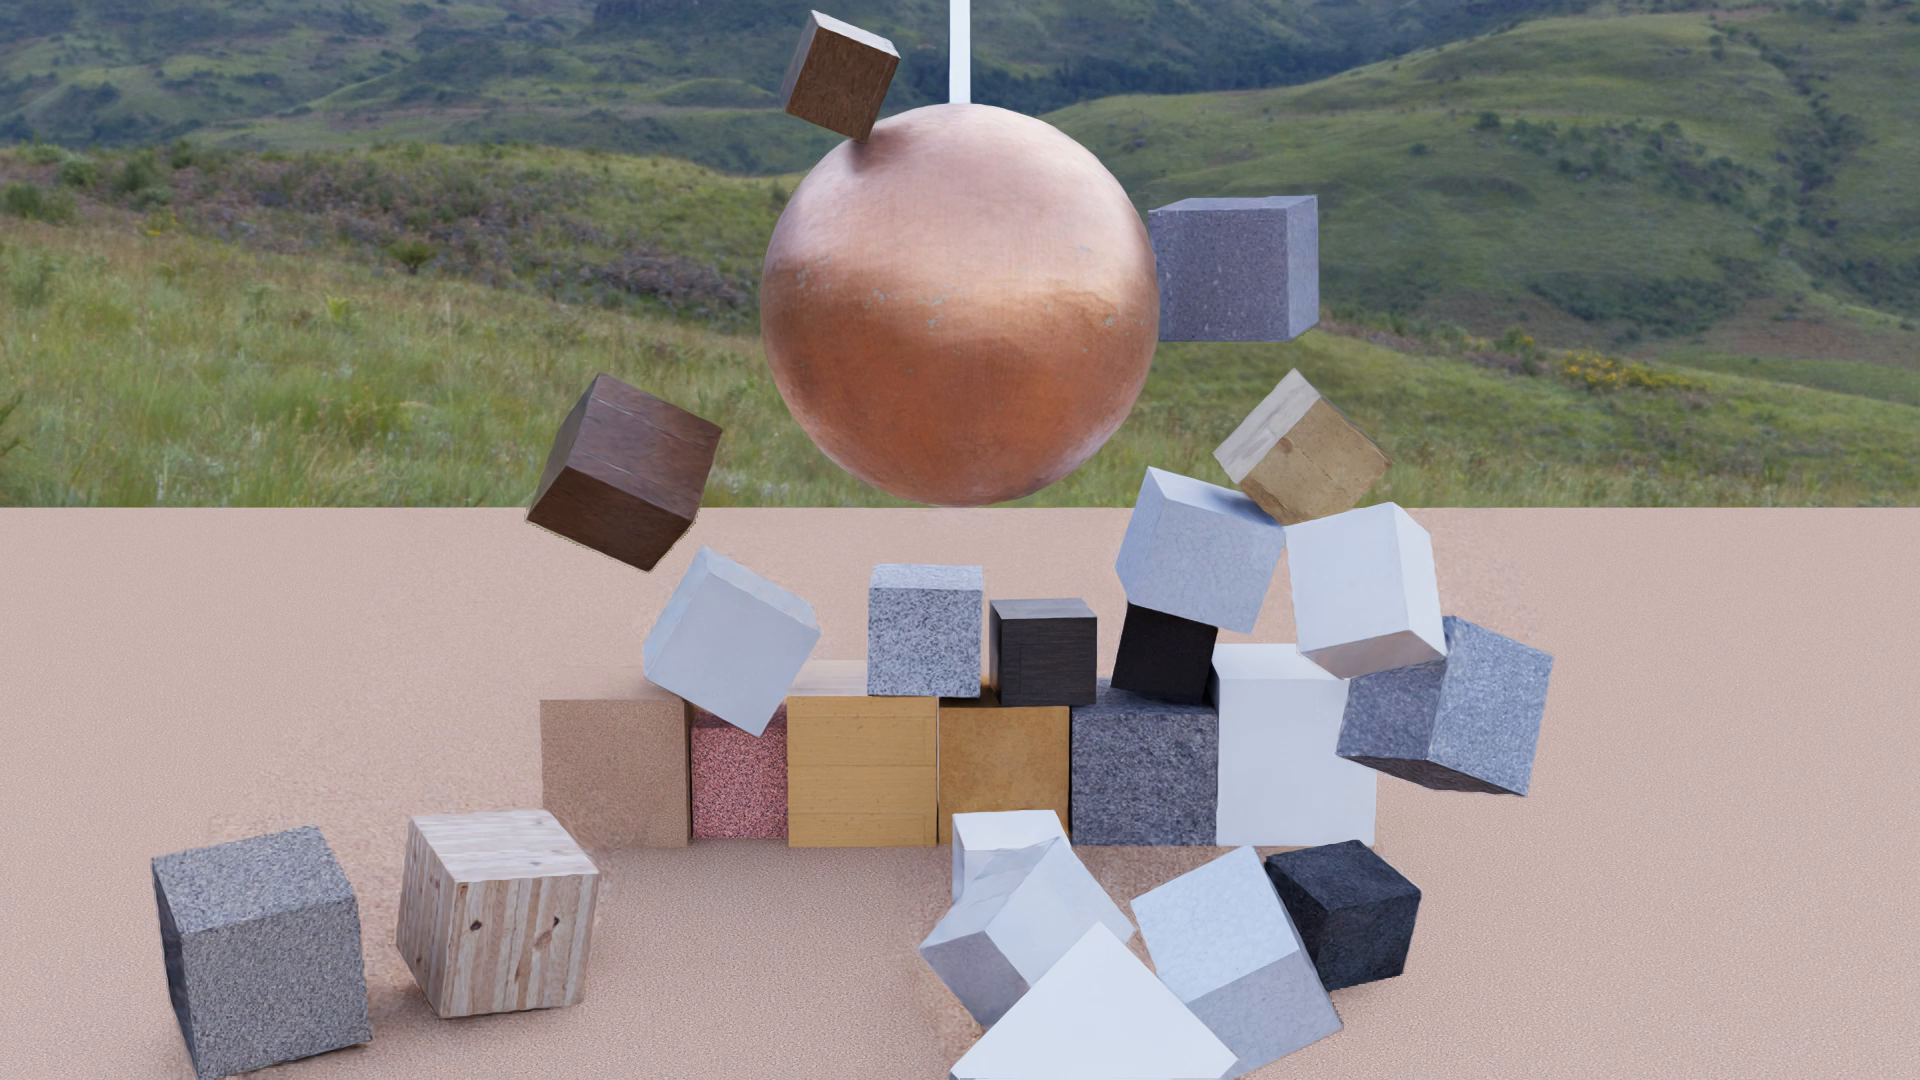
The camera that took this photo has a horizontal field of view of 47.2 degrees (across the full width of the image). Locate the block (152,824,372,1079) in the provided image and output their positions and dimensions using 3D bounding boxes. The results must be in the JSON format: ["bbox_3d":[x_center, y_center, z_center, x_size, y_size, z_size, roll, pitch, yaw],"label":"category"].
[{"bbox_3d":[-2.748,1.605,8.641,0.646,0.626,0.717,-10,20,-26],"label":"block"}]

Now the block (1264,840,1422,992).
[{"bbox_3d":[1.590,1.597,9.340,0.491,0.417,0.438,-5,26,-29],"label":"block"}]

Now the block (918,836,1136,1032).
[{"bbox_3d":[0.262,1.563,8.605,0.455,0.489,0.549,-28,14,50],"label":"block"}]

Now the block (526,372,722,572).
[{"bbox_3d":[-1.336,-0.264,8.755,0.537,0.460,0.497,25,-35,-18],"label":"block"}]

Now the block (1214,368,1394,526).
[{"bbox_3d":[1.707,-0.408,10.973,0.529,0.595,0.501,39,11,-19],"label":"block"}]

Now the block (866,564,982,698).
[{"bbox_3d":[-0.172,0.452,11.188,0.562,0.545,0.626,1,10,1],"label":"block"}]

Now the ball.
[{"bbox_3d":[0.000,-0.929,8.784,1.600,1.600,1.600,0,10,0],"label":"ball"}]

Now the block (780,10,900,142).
[{"bbox_3d":[-0.463,-1.773,8.398,0.329,0.346,0.345,18,19,-16],"label":"block"}]

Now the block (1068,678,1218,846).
[{"bbox_3d":[0.924,1.139,11.386,0.726,0.685,0.747,0,10,0],"label":"block"}]

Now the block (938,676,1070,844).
[{"bbox_3d":[0.220,1.128,11.387,0.653,0.707,0.672,0,10,0],"label":"block"}]

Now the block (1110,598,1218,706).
[{"bbox_3d":[1.055,0.520,11.289,0.465,0.452,0.479,12,15,3],"label":"block"}]

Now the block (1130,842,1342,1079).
[{"bbox_3d":[0.934,1.438,7.464,0.461,0.470,0.499,-27,38,5],"label":"block"}]

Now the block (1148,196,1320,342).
[{"bbox_3d":[1.180,-1.164,9.403,0.586,0.547,0.571,2,14,21],"label":"block"}]

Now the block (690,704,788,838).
[{"bbox_3d":[-1.115,1.190,11.412,0.492,0.576,0.502,0,10,0],"label":"block"}]

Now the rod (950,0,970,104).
[{"bbox_3d":[0.000,-4.265,9.440,0.080,5.200,0.080,0,-11,0],"label":"rod"}]

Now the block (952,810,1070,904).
[{"bbox_3d":[0.227,1.509,10.017,0.475,0.411,0.424,-1,15,-8],"label":"block"}]

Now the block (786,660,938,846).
[{"bbox_3d":[-0.491,1.091,11.384,0.743,0.780,0.771,0,10,0],"label":"block"}]

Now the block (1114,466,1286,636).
[{"bbox_3d":[1.204,0.051,11.081,0.634,0.562,0.580,15,16,-9],"label":"block"}]

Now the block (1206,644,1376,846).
[{"bbox_3d":[1.691,1.047,11.388,0.796,0.865,0.775,0,10,0],"label":"block"}]

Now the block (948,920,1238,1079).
[{"bbox_3d":[0.411,1.715,7.072,0.661,0.603,0.564,-43,-13,-14],"label":"block"}]

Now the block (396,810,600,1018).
[{"bbox_3d":[-1.919,1.528,9.089,0.599,0.590,0.639,1,17,-31],"label":"block"}]

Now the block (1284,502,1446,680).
[{"bbox_3d":[1.591,0.205,8.621,0.444,0.520,0.445,-14,-24,26],"label":"block"}]

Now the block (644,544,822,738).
[{"bbox_3d":[-1.161,0.504,11.133,0.645,0.616,0.604,30,6,-14],"label":"block"}]

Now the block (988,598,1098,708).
[{"bbox_3d":[0.418,0.569,11.226,0.482,0.451,0.477,-1,10,-7],"label":"block"}]

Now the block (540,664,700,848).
[{"bbox_3d":[-1.732,1.103,11.362,0.716,0.765,0.750,0,10,0],"label":"block"}]

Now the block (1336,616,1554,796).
[{"bbox_3d":[2.058,0.705,9.357,0.572,0.608,0.570,21,-13,-28],"label":"block"}]
